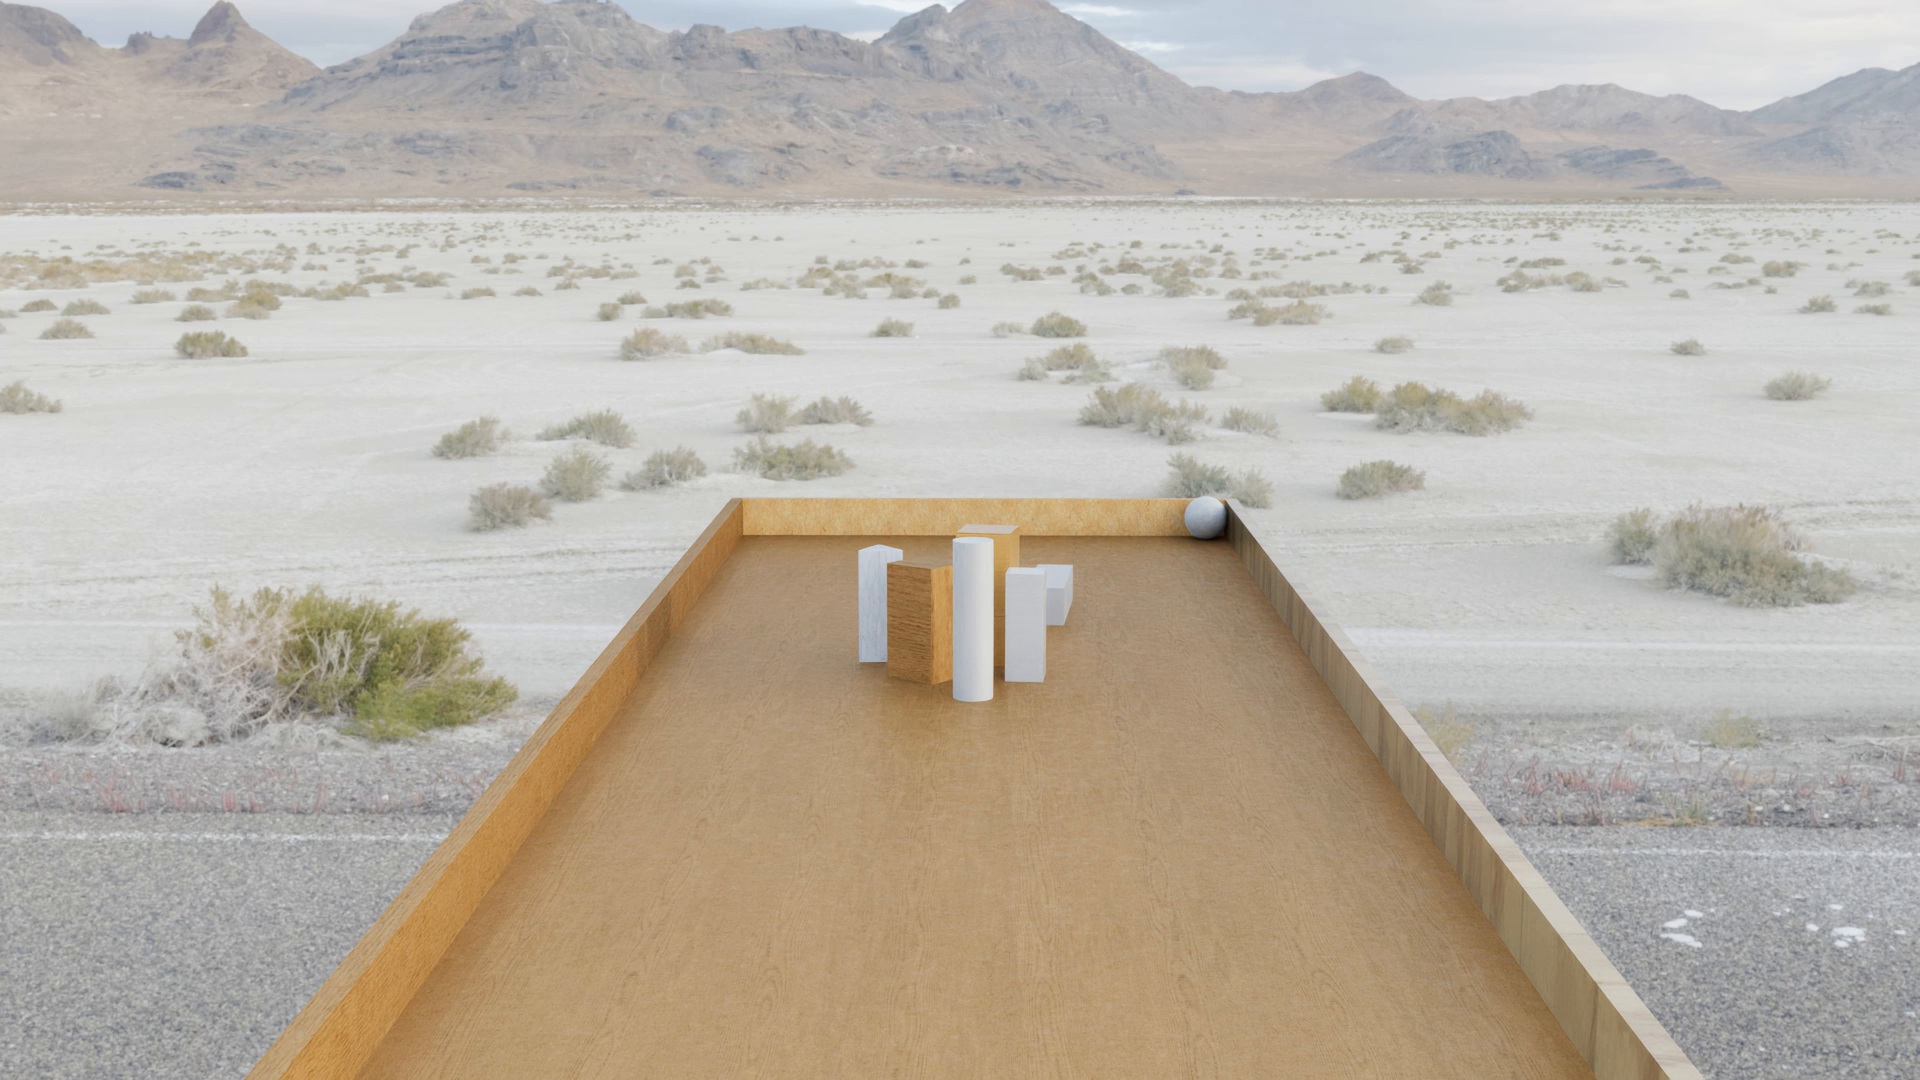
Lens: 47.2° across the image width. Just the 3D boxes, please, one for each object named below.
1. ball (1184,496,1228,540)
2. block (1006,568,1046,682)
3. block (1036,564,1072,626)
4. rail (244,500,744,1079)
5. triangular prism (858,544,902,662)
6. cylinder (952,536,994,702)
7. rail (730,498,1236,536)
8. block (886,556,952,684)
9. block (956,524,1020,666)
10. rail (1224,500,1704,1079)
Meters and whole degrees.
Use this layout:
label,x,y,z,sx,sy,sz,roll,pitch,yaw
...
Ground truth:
label,x,y,z,sx,sy,sz,roll,pitch,yaw
ball,1.008,-0.091,9.021,0.177,0.177,0.177,0,9,0
block,0.193,0.247,6.434,0.111,0.318,0.111,1,9,6
block,0.306,0.183,7.462,0.123,0.123,0.457,1,9,6
rail,-1.004,0.839,3.234,0.050,0.150,12.000,0,9,1
triangular prism,-0.244,0.191,6.710,0.132,0.342,0.115,-1,9,-5
cylinder,0.037,0.222,6.176,0.115,0.449,0.115,0,9,0
rail,0.099,-0.098,9.147,2.100,0.150,0.050,0,9,1
block,-0.094,0.233,6.456,0.169,0.339,0.169,7,12,39
block,0.085,0.166,6.675,0.164,0.403,0.164,2,9,11
rail,1.046,0.843,3.208,0.050,0.150,12.000,0,9,1
